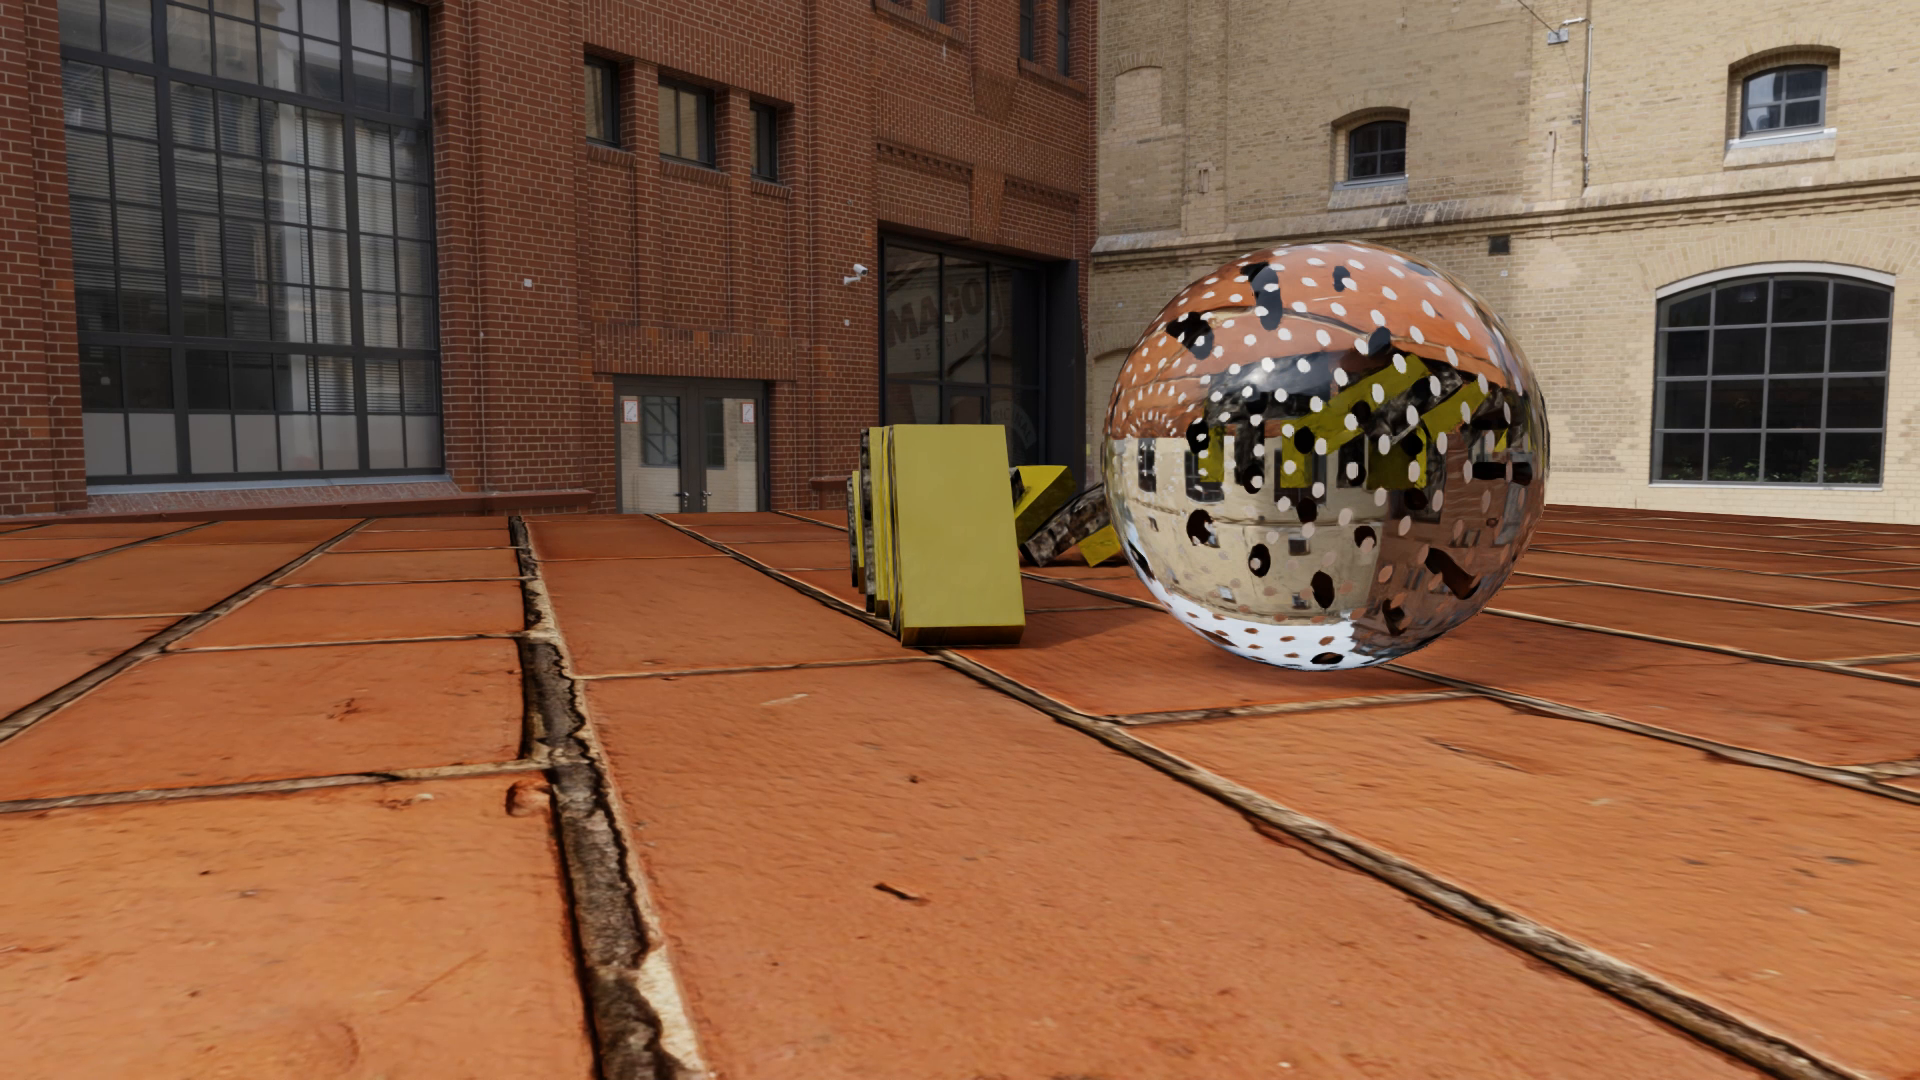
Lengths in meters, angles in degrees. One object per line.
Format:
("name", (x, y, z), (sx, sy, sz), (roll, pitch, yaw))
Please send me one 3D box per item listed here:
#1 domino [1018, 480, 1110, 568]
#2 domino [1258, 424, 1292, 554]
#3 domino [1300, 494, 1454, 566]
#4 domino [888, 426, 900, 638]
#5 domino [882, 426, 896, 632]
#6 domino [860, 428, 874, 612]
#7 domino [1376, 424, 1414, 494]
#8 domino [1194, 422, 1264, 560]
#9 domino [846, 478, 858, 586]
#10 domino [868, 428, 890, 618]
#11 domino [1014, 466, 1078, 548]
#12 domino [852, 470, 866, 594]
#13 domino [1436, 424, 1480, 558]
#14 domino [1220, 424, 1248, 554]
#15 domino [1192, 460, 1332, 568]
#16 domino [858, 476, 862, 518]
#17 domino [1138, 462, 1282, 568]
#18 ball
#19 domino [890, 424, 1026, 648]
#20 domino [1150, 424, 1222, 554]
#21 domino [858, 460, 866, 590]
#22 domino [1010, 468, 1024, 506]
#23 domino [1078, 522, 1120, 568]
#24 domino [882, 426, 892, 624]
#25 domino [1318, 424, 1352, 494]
("domino", (0.044, -0.009, 0.456), (0.050, 0.009, 0.025), (-33, 8, -5))
("domino", (0.124, -0.020, 0.503), (0.009, 0.050, 0.025), (1, 4, 7))
("domino", (0.147, -0.004, 0.453), (0.050, 0.025, 0.010), (0, 4, 2))
("domino", (-0.003, -0.003, 0.290), (0.025, 0.050, 0.009), (-1, -30, -7))
("domino", (-0.004, -0.003, 0.301), (0.025, 0.050, 0.010), (-1, -30, -7))
("domino", (-0.013, -0.006, 0.335), (0.025, 0.050, 0.010), (-1, -30, -7))
("domino", (0.167, -0.020, 0.495), (0.009, 0.050, 0.025), (1, 4, 11))
("domino", (0.100, -0.018, 0.475), (0.025, 0.050, 0.010), (-3, 5, -31))
("domino", (-0.022, -0.003, 0.402), (0.025, 0.010, 0.050), (-1, 32, -7))
("domino", (-0.010, -0.005, 0.324), (0.025, 0.050, 0.010), (-1, -30, -7))
("domino", (0.017, -0.009, 0.458), (0.025, 0.010, 0.050), (3, 37, 43))
("domino", (-0.019, -0.003, 0.383), (0.025, 0.009, 0.050), (-1, 36, -7))
("domino", (0.190, -0.019, 0.491), (0.010, 0.050, 0.025), (1, 4, 9))
("domino", (0.103, -0.020, 0.505), (0.009, 0.050, 0.025), (-1, 4, -13))
("domino", (0.104, -0.010, 0.449), (0.050, 0.009, 0.025), (-35, 2, 7))
("domino", (-0.015, -0.004, 0.366), (0.025, 0.010, 0.050), (-1, 41, -7))
("domino", (0.087, -0.009, 0.450), (0.050, 0.009, 0.025), (-34, 2, 5))
("ball", (0.067, -0.015, 0.240), (0.080, 0.080, 0.080), (0, 4, 0))
("domino", (-0.001, -0.002, 0.279), (0.025, 0.050, 0.009), (-1, -30, -7))
("domino", (0.087, -0.020, 0.496), (0.025, 0.050, 0.009), (-1, 4, -13))
("domino", (-0.014, -0.005, 0.349), (0.025, 0.050, 0.009), (-1, -38, -7))
("domino", (0.000, -0.008, 0.445), (0.025, 0.009, 0.050), (2, 35, 31))
("domino", (0.065, -0.008, 0.452), (0.050, 0.009, 0.025), (-30, 2, 5))
("domino", (-0.006, -0.004, 0.313), (0.025, 0.050, 0.009), (-1, -30, -7))
("domino", (0.146, -0.020, 0.499), (0.010, 0.050, 0.025), (1, 4, 10))
